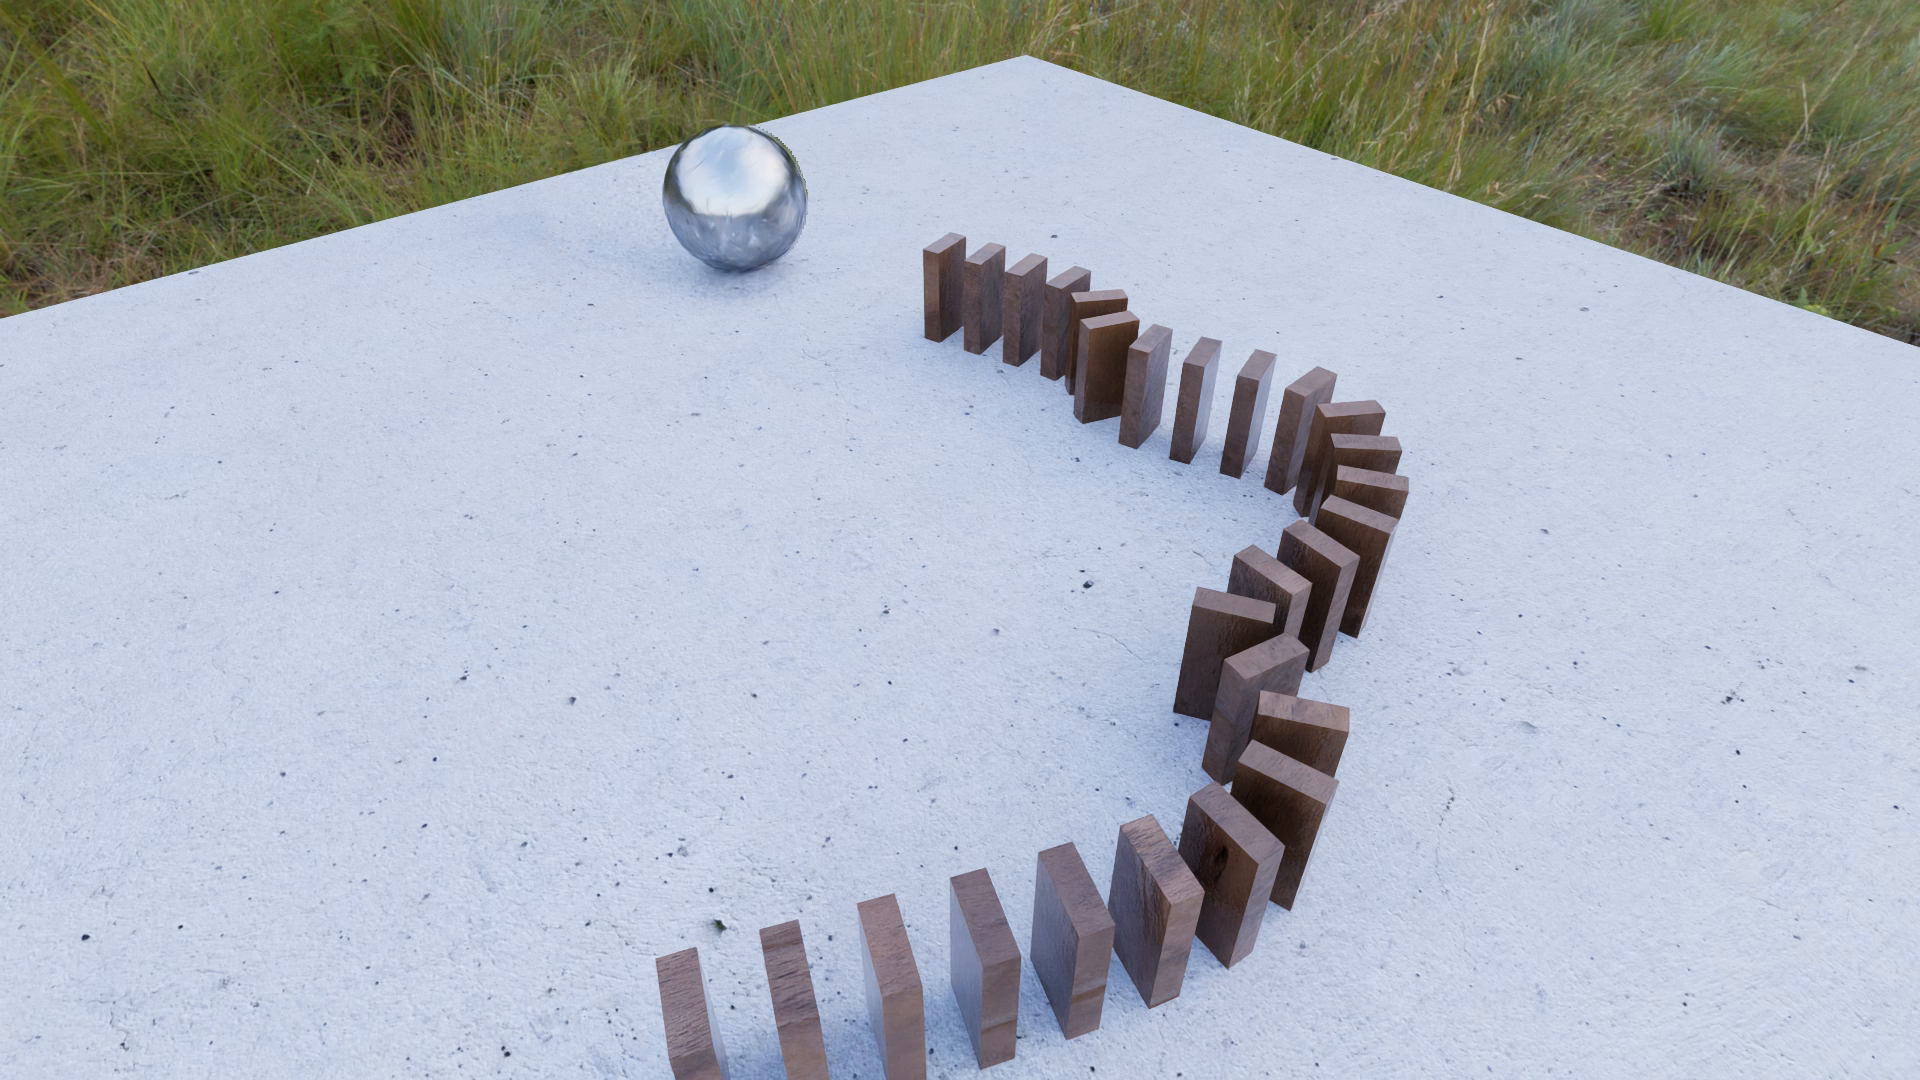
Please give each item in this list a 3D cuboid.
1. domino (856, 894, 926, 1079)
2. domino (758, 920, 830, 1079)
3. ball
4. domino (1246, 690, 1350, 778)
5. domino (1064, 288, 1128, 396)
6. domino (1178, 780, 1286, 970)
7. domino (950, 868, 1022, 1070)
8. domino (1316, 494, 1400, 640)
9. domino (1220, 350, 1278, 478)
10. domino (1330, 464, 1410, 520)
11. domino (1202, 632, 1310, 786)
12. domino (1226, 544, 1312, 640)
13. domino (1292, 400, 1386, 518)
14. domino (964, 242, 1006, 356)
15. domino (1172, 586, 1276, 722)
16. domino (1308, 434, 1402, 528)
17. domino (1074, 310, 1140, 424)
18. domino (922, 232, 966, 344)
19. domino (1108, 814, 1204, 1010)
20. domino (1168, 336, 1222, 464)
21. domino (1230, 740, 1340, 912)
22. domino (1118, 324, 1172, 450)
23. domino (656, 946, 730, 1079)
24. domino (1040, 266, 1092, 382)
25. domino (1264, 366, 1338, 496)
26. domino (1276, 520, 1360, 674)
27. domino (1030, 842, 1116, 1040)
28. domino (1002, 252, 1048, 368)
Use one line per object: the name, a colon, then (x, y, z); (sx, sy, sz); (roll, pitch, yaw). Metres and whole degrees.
domino: (-0.017, 0.114, 0.273); (0.009, 0.050, 0.025); (-11, 41, -13)
domino: (-0.039, 0.118, 0.267); (0.009, 0.050, 0.025); (-11, 41, -13)
ball: (-0.128, -0.193, 0.624); (0.080, 0.080, 0.080); (0, 39, 0)
domino: (0.098, 0.068, 0.329); (0.025, 0.050, 0.009); (10, 40, 12)
domino: (0.065, -0.094, 0.527); (0.025, 0.050, 0.009); (-6, 40, -7)
domino: (0.071, 0.092, 0.299); (0.010, 0.050, 0.025); (-23, 45, -26)
domino: (0.006, 0.109, 0.278); (0.010, 0.050, 0.025); (-12, 41, -14)
domino: (0.139, 0.010, 0.399); (0.025, 0.050, 0.009); (25, 45, 27)
domino: (0.125, -0.054, 0.478); (0.009, 0.050, 0.025); (19, 43, 22)
domino: (0.150, -0.003, 0.415); (0.025, 0.050, 0.010); (11, 41, 14)
domino: (0.092, 0.054, 0.346); (0.025, 0.050, 0.009); (-19, 43, -22)
domino: (0.103, 0.029, 0.376); (0.010, 0.050, 0.025); (-25, 46, -28)
domino: (0.155, -0.033, 0.452); (0.025, 0.050, 0.010); (-5, 40, -6)
domino: (0.012, -0.123, 0.562); (0.010, 0.050, 0.025); (21, 44, 24)
domino: (0.087, 0.040, 0.363); (0.025, 0.050, 0.009); (13, 41, 15)
domino: (0.154, -0.018, 0.433); (0.025, 0.050, 0.009); (3, 39, 4)
domino: (0.067, -0.079, 0.508); (0.025, 0.050, 0.010); (-14, 41, -16)
domino: (-0.008, -0.131, 0.571); (0.010, 0.050, 0.025); (23, 45, 25)
domino: (0.050, 0.099, 0.291); (0.009, 0.050, 0.025); (-15, 42, -18)
domino: (0.104, -0.061, 0.486); (0.010, 0.050, 0.025); (18, 43, 21)
domino: (0.088, 0.082, 0.312); (0.025, 0.050, 0.009); (24, 45, 27)
domino: (0.083, -0.069, 0.495); (0.009, 0.050, 0.025); (22, 44, 25)
domino: (-0.062, 0.123, 0.262); (0.009, 0.050, 0.025); (-12, 41, -14)
domino: (0.052, -0.106, 0.541); (0.009, 0.050, 0.025); (28, 47, 30)
domino: (0.145, -0.046, 0.468); (0.025, 0.050, 0.010); (-32, 49, -33)
domino: (0.122, 0.020, 0.387); (0.010, 0.050, 0.025); (-24, 45, -27)
domino: (0.028, 0.104, 0.284); (0.010, 0.050, 0.025); (-13, 41, -15)
domino: (0.033, -0.115, 0.552); (0.009, 0.050, 0.025); (22, 44, 25)
